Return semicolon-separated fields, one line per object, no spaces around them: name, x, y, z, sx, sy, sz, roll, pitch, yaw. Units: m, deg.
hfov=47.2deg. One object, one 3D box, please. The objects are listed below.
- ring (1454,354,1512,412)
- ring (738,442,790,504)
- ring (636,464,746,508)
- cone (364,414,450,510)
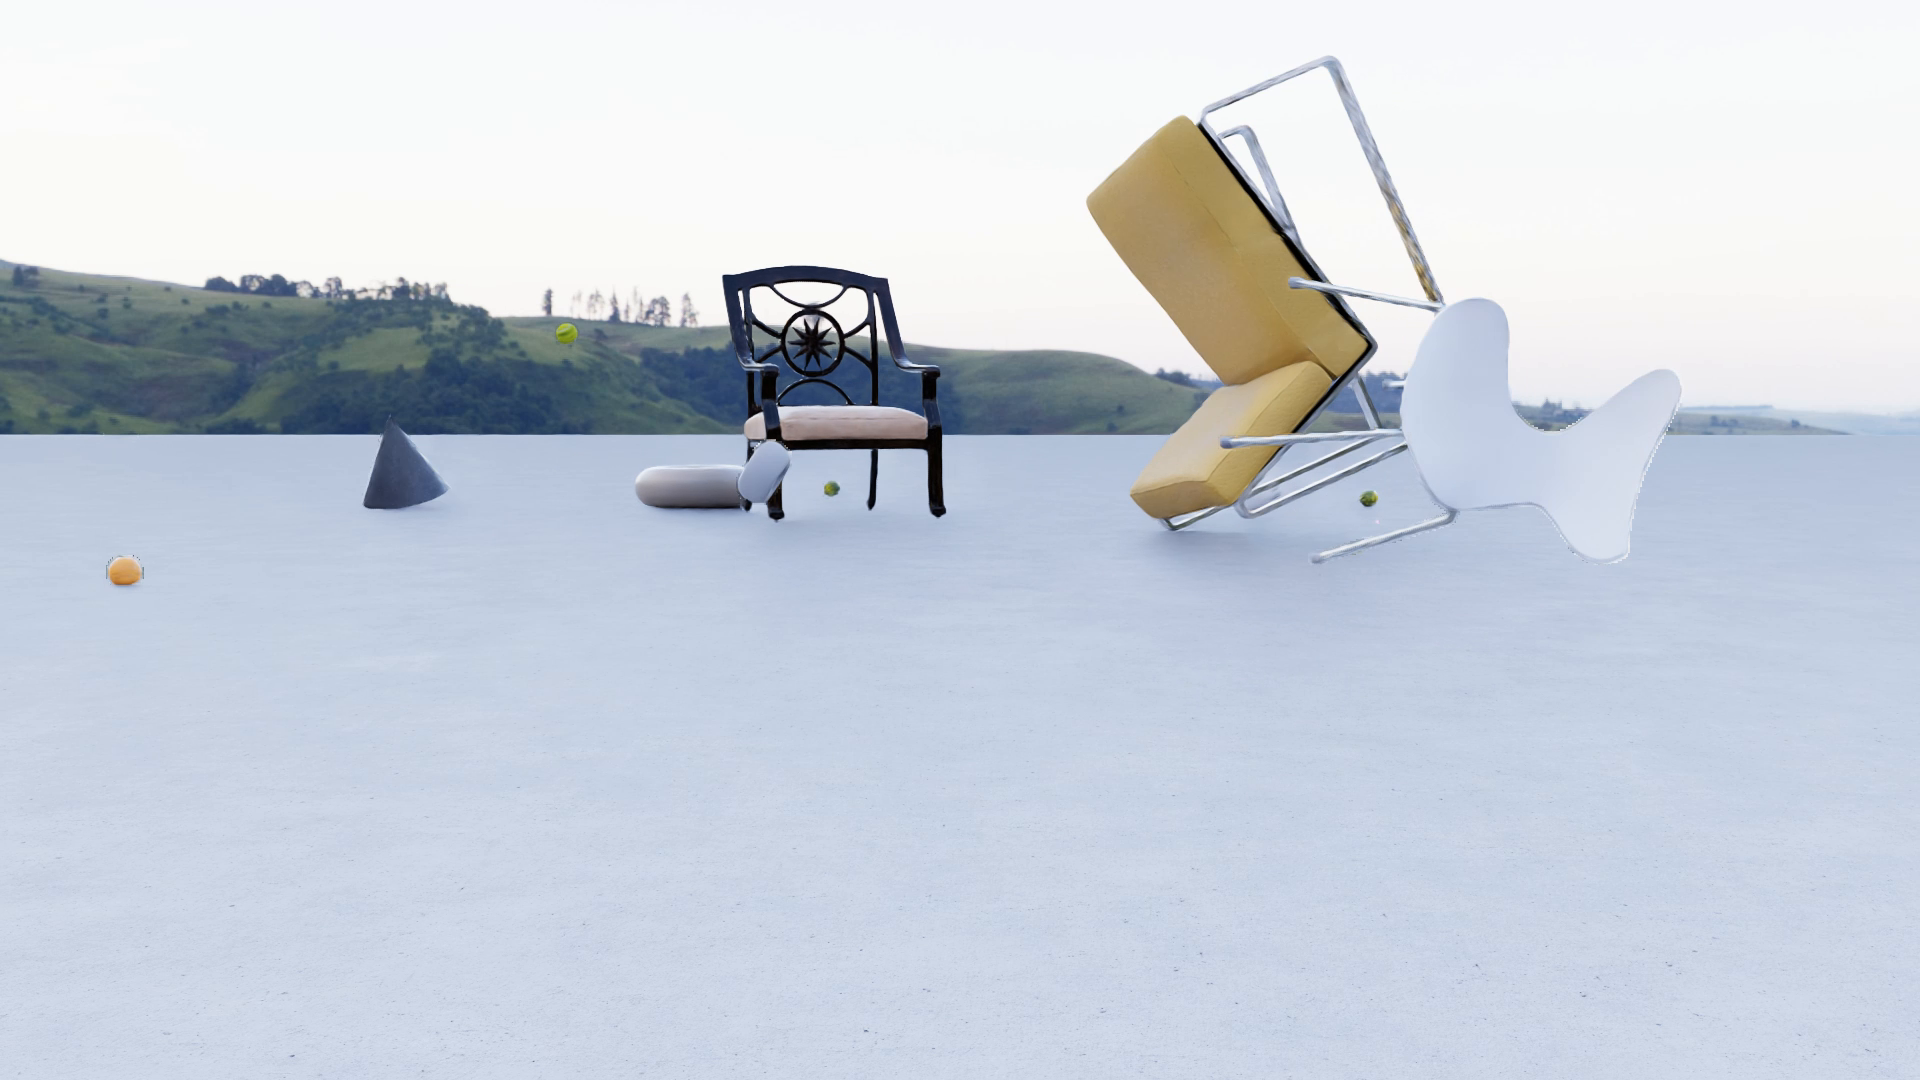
ring;1.876;-0.561;7.892;0.253;0.231;0.090;26;-49;-26
ring;-0.452;-0.156;5.084;0.078;0.150;0.094;33;5;6
ring;-1.017;-0.206;8.434;0.479;0.154;0.385;1;5;24
cone;-2.113;-0.319;8.265;0.326;0.323;0.303;-18;22;-28
